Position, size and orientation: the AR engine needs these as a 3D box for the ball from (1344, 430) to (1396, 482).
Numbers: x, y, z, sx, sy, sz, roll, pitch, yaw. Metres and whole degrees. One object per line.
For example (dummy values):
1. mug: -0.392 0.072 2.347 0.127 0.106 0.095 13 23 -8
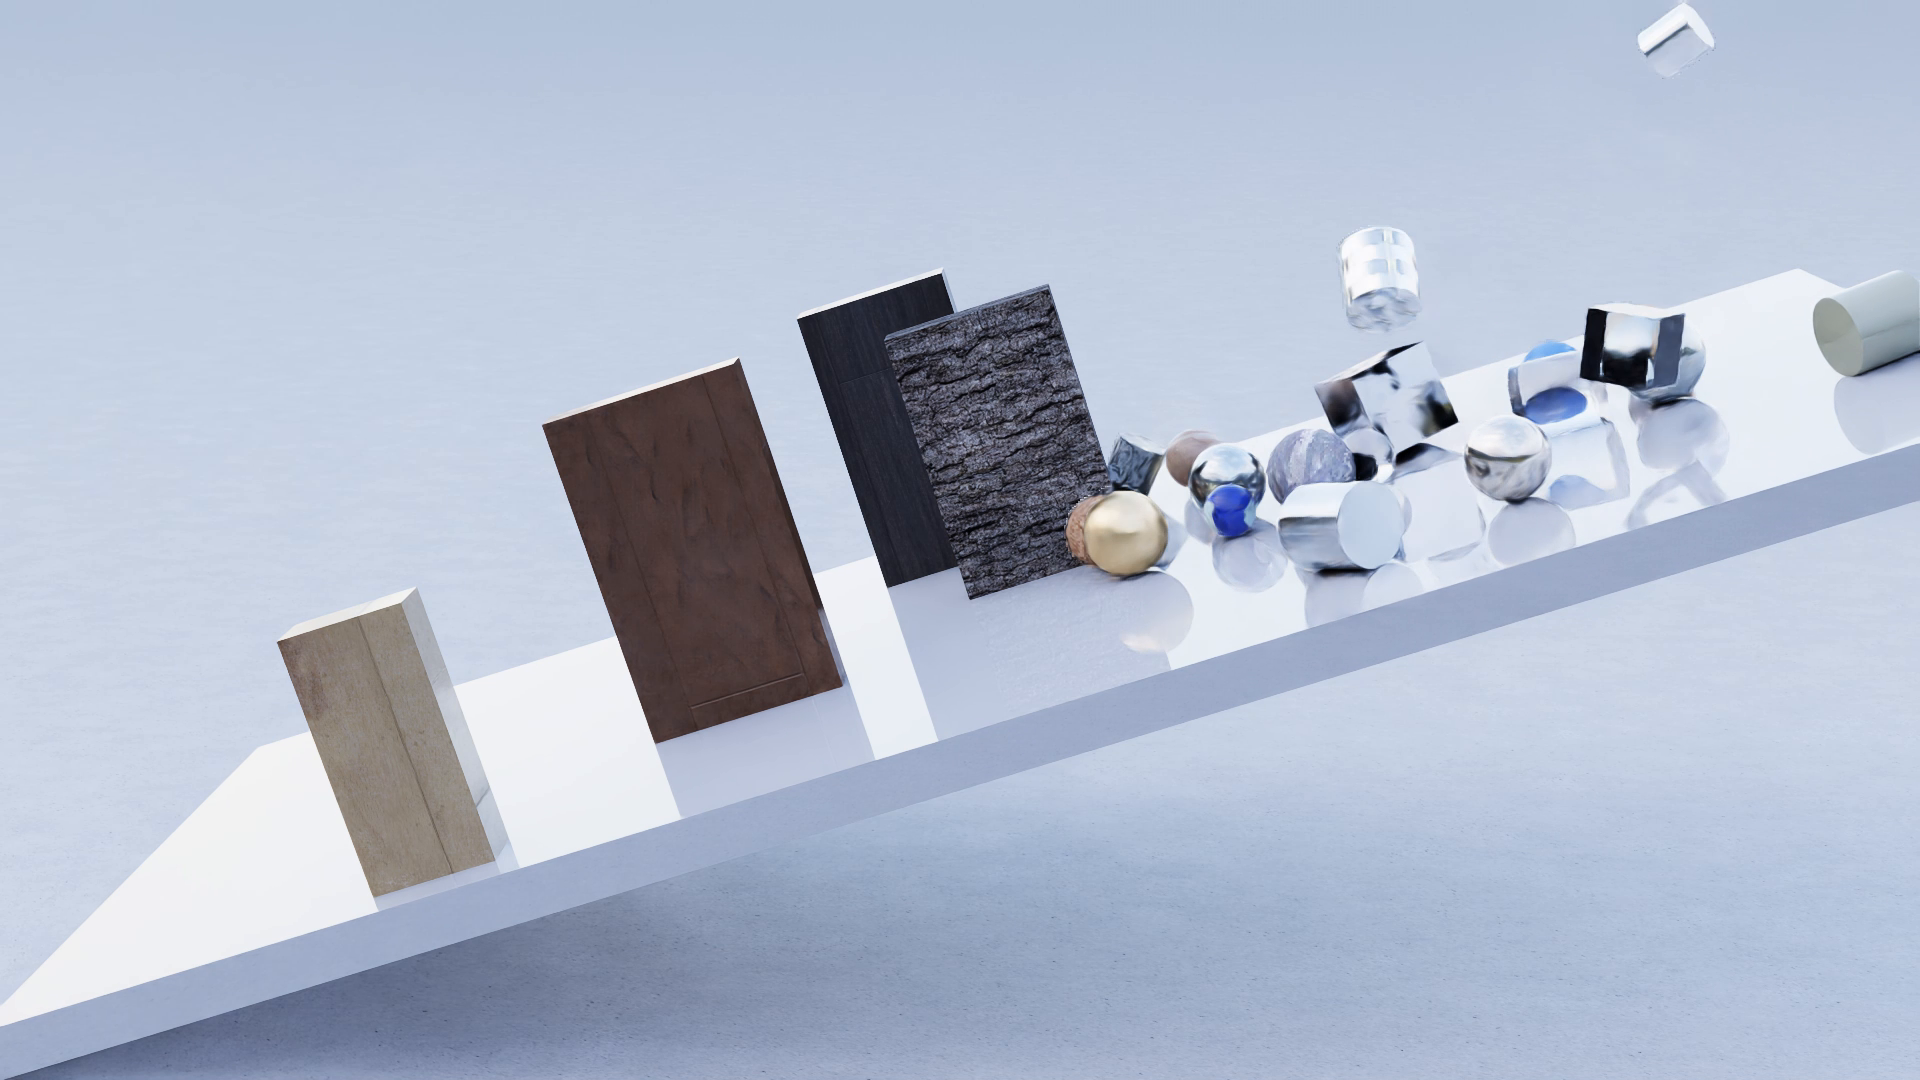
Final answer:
1. ball: 0.861 -0.173 6.230 0.125 0.125 0.125 0 12 0

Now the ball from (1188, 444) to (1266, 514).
1. ball: 0.576 -0.125 6.343 0.169 0.169 0.169 0 12 0

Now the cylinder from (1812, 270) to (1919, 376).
1. cylinder: 1.809 -0.429 5.825 0.166 0.166 0.166 -21 16 -13

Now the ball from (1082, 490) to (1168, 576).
1. ball: 0.346 -0.014 6.137 0.179 0.179 0.179 0 12 0

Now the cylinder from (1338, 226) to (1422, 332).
1. cylinder: 0.967 -0.599 6.778 0.174 0.174 0.174 -2 -32 -1

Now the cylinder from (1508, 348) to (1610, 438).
1. cylinder: 1.249 -0.303 6.134 0.165 0.165 0.165 -13 5 25

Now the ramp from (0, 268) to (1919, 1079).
1. ramp: 0.101 0.183 6.310 4.000 0.100 2.000 -17 10 5

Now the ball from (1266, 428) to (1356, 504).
1. ball: 0.731 -0.141 6.121 0.185 0.185 0.185 0 12 0

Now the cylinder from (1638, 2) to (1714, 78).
1. cylinder: 1.431 -0.998 5.878 0.106 0.106 0.106 -36 -9 31

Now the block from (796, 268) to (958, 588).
1. block: -0.104 -0.260 6.840 0.349 0.662 0.119 -17 10 5

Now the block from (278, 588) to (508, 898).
1. block: -1.067 0.381 5.555 0.247 0.521 0.137 -17 10 5

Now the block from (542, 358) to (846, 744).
1. block: -0.539 0.023 6.016 0.409 0.698 0.103 -17 10 5

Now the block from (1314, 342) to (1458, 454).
1. block: 0.935 -0.299 6.462 0.194 0.194 0.194 -26 5 -17

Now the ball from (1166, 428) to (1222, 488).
1. ball: 0.545 -0.188 6.801 0.141 0.141 0.141 0 12 0

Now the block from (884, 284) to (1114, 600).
1. block: 0.107 -0.213 6.411 0.371 0.599 0.103 -17 10 5

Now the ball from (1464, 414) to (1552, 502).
1. ball: 1.060 -0.158 5.690 0.169 0.169 0.169 0 12 0

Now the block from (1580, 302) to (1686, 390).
1. block: 1.337 -0.387 5.850 0.143 0.143 0.143 14 17 36

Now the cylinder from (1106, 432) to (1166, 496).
1. cylinder: 0.406 -0.173 6.858 0.117 0.117 0.117 20 16 -6

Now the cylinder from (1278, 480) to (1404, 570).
1. cylinder: 0.724 -0.027 5.592 0.167 0.167 0.167 -8 3 -34

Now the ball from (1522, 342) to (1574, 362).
1. ball: 1.295 -0.362 6.421 0.143 0.143 0.143 0 12 0

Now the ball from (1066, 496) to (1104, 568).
1. ball: 0.305 -0.019 6.300 0.154 0.154 0.154 0 12 0

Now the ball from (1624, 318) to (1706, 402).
1. ball: 1.453 -0.381 6.113 0.191 0.191 0.191 0 12 0

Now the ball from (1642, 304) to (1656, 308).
1. ball: 1.500 -0.440 6.453 0.151 0.151 0.151 0 12 0

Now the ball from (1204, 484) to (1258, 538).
1. ball: 0.569 -0.062 6.188 0.113 0.113 0.113 0 12 0
